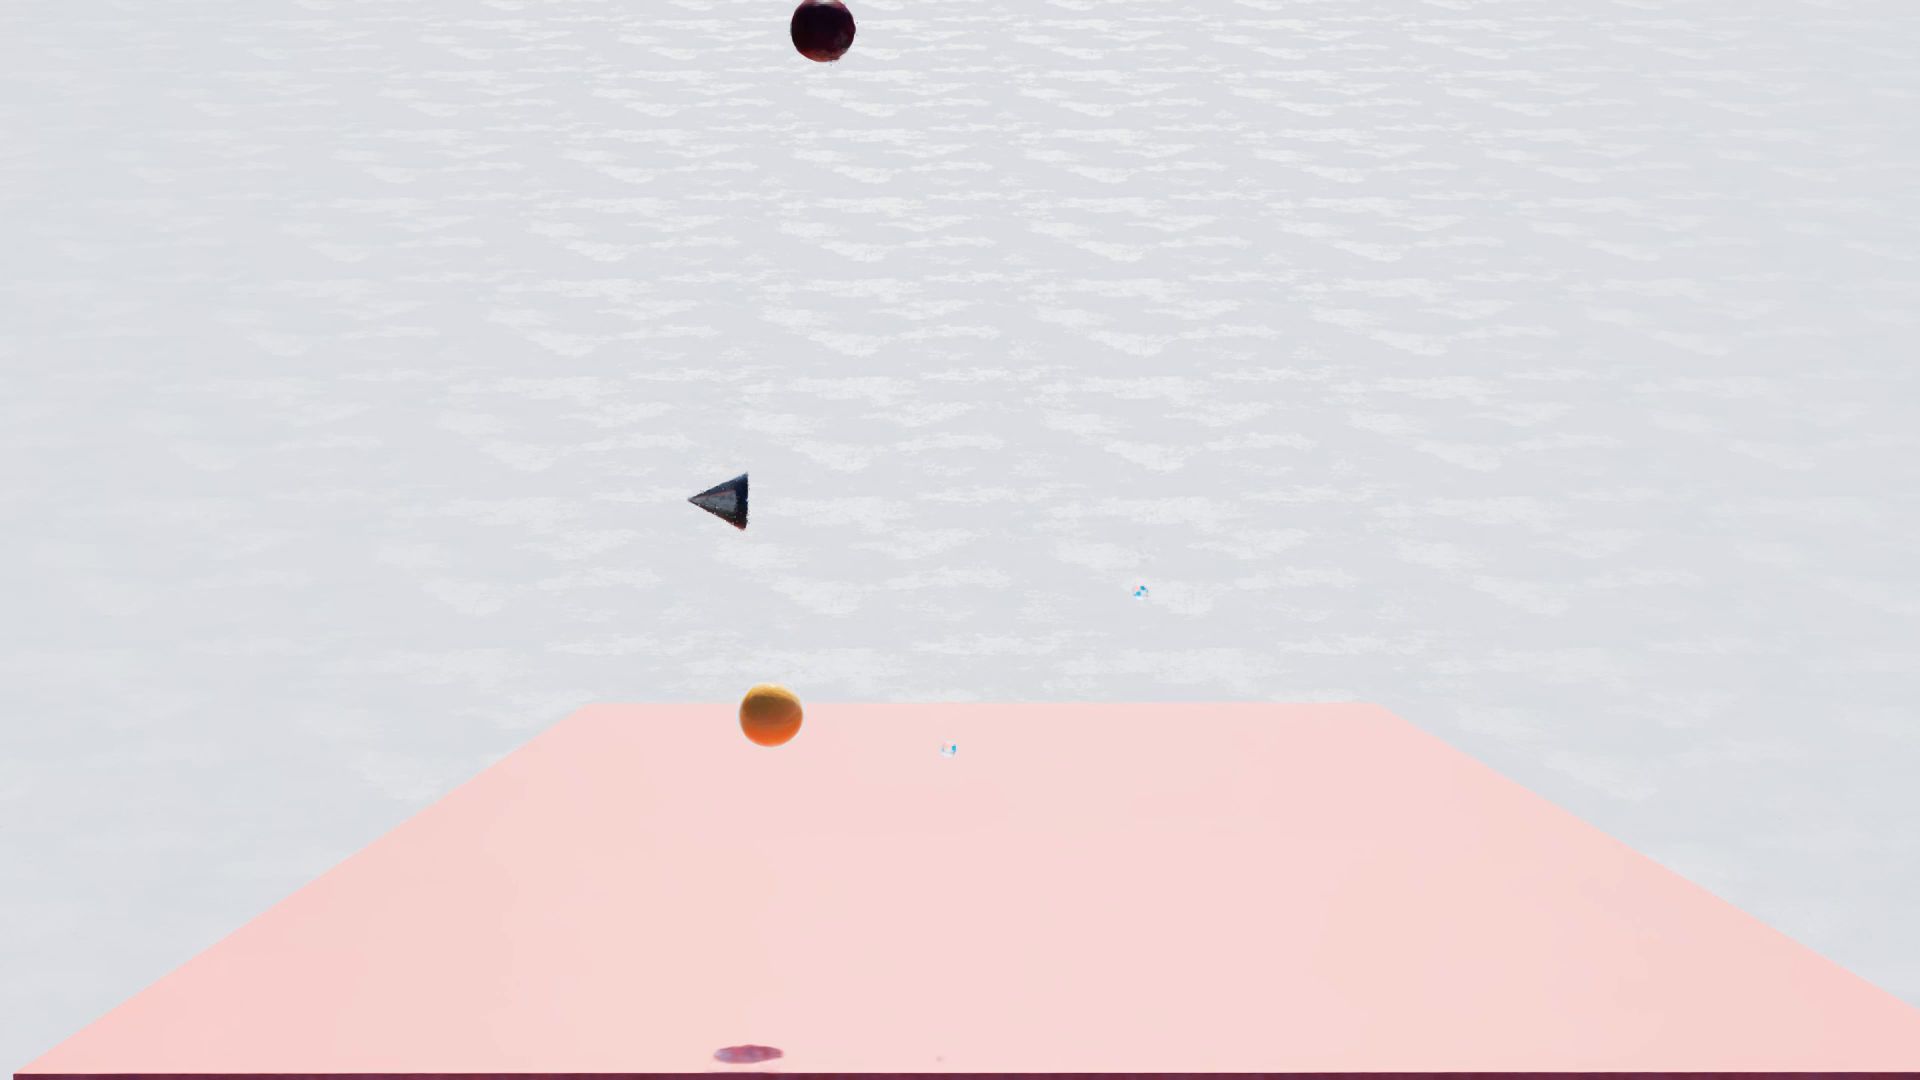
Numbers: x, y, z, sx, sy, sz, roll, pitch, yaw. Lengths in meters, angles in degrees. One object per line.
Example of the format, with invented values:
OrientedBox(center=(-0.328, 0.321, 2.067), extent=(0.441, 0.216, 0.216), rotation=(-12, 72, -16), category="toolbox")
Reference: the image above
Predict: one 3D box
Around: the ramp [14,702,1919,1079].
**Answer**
OrientedBox(center=(0.058, 0.522, 4.560), extent=(2.000, 0.100, 4.000), rotation=(0, 2, 0), category="ramp")

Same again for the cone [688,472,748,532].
OrientedBox(center=(-0.240, -0.039, 2.539), extent=(0.059, 0.059, 0.059), rotation=(2, 25, -9), category="cone")
